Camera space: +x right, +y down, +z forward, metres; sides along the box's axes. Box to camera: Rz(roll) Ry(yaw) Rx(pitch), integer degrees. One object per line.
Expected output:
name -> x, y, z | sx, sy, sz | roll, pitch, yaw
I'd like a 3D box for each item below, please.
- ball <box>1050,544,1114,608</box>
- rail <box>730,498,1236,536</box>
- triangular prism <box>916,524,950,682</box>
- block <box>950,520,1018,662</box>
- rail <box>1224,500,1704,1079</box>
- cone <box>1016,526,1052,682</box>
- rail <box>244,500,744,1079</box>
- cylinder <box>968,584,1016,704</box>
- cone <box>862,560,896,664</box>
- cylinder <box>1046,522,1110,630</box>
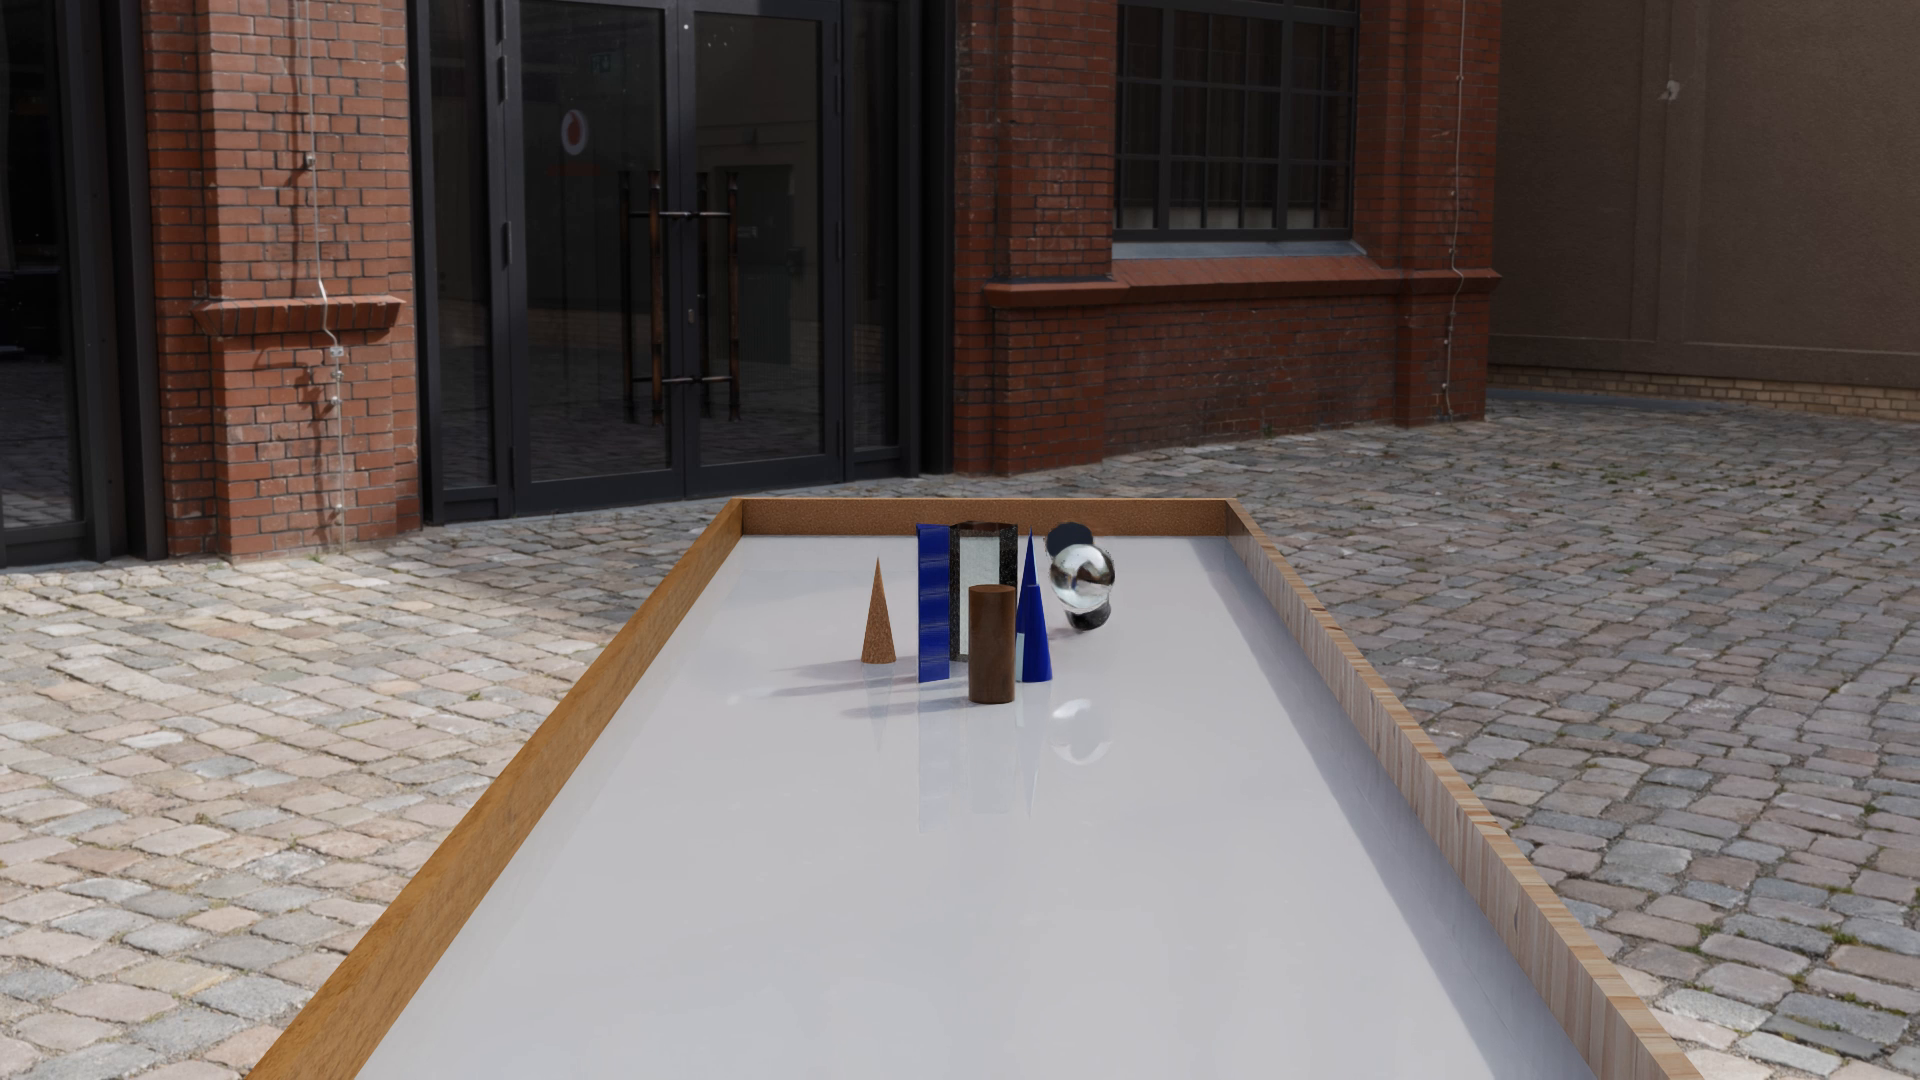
ball -> 0.374, 0.110, 6.750 | 0.202, 0.202, 0.202 | 0, 9, 0
rail -> 0.099, -0.098, 9.147 | 2.100, 0.150, 0.050 | 0, 9, 1
triangular prism -> -0.101, 0.181, 6.420 | 0.106, 0.453, 0.091 | -6, 11, -34
block -> 0.064, 0.159, 6.704 | 0.167, 0.408, 0.167 | 5, 10, 27
rail -> 1.046, 0.843, 3.208 | 0.050, 0.150, 12.000 | 0, 9, 1
cone -> 0.206, 0.179, 6.426 | 0.136, 0.455, 0.136 | 0, 9, 0
rail -> -1.004, 0.839, 3.234 | 0.050, 0.150, 12.000 | 0, 9, 1
cylinder -> 0.089, 0.291, 6.162 | 0.132, 0.317, 0.132 | 0, 9, 0
cone -> -0.248, 0.206, 6.672 | 0.108, 0.325, 0.108 | 0, 9, 0
cylinder -> 0.381, 0.120, 7.046 | 0.150, 0.387, 0.150 | -7, 52, 9
